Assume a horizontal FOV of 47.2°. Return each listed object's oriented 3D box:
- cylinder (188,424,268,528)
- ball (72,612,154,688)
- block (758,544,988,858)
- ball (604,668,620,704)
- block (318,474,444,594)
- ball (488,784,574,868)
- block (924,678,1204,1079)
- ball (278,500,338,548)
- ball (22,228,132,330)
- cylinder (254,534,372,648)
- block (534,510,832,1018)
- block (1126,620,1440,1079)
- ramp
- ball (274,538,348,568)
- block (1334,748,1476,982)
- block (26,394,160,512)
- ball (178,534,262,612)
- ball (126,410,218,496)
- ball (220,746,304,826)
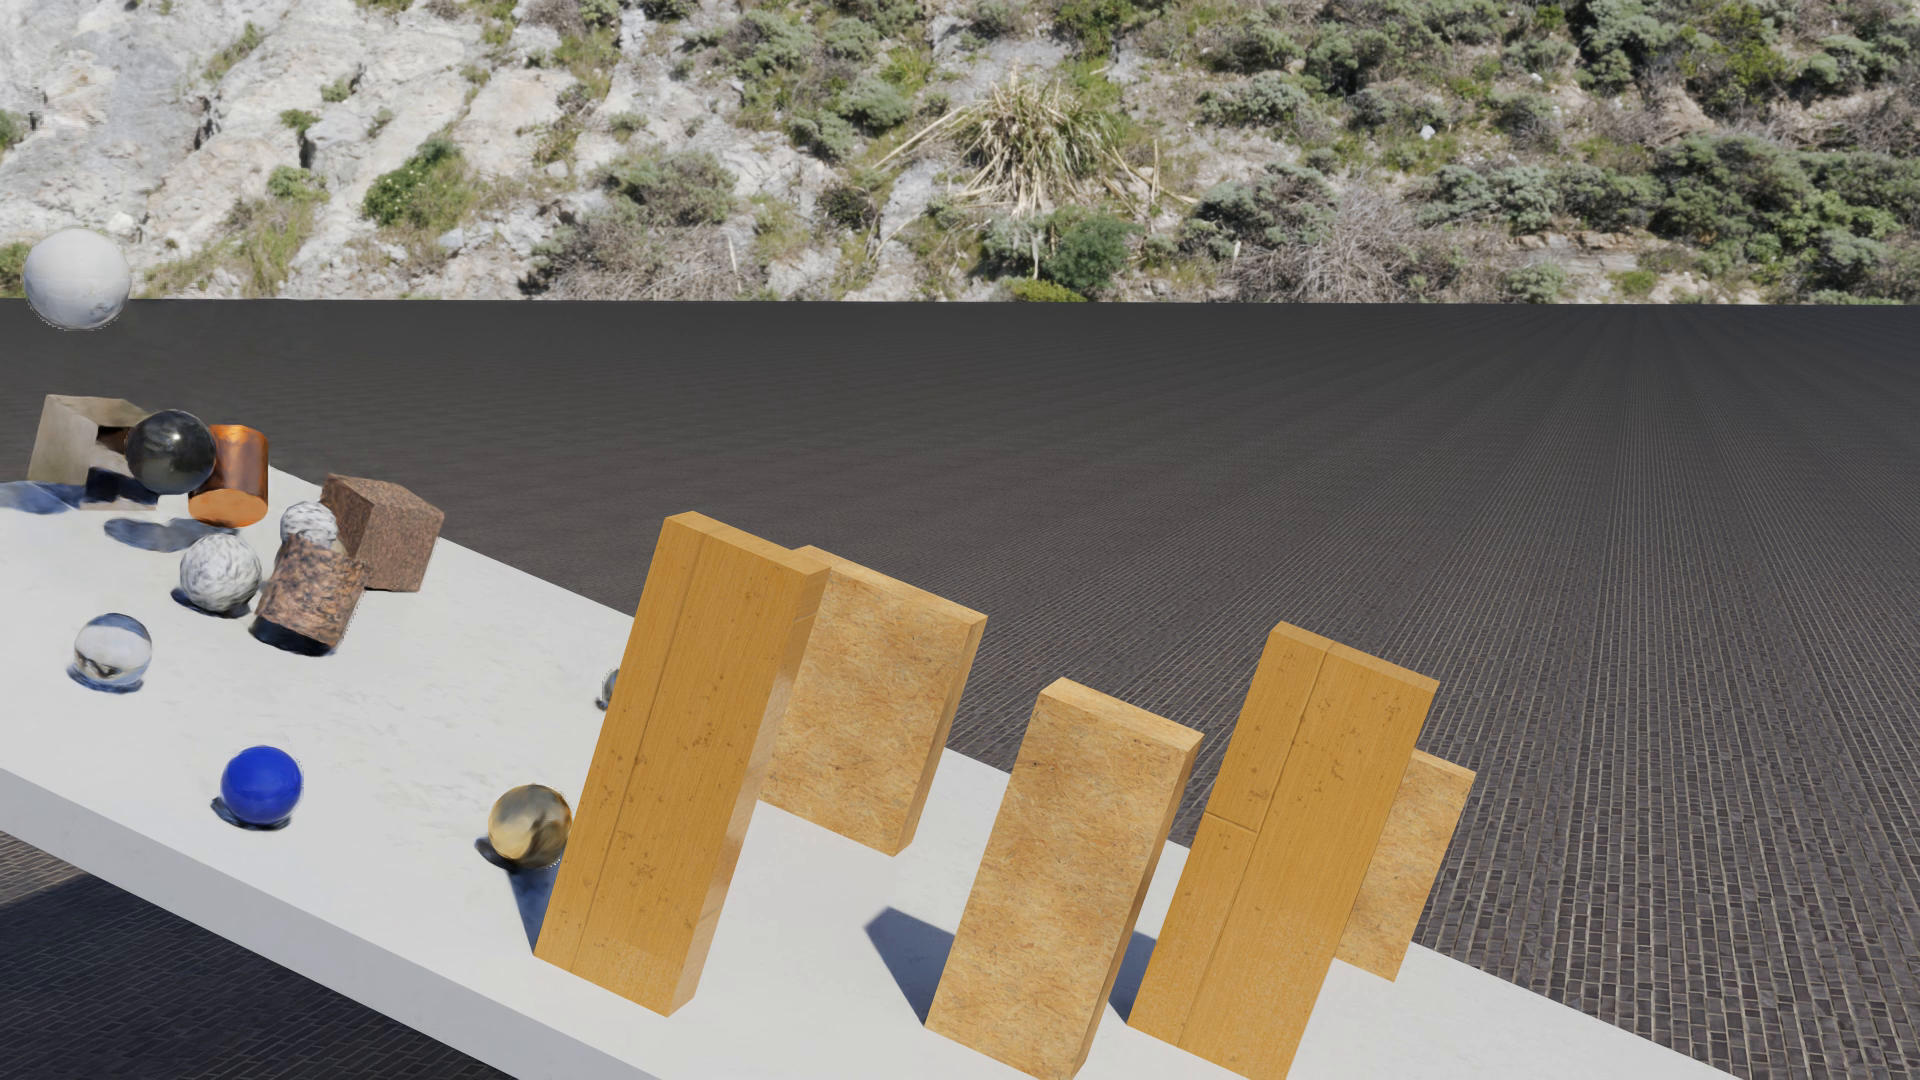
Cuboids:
[{"bbox_3d":[-1.592,-0.139,4.787,0.165,0.165,0.165,-6,-29,-4],"label":"cylinder"},{"bbox_3d":[-1.512,0.197,3.928,0.134,0.134,0.134,0,7,0],"label":"ball"},{"bbox_3d":[-0.219,0.320,4.417,0.401,0.501,0.119,21,12,14],"label":"block"},{"bbox_3d":[-0.702,0.320,4.656,0.105,0.105,0.105,0,7,0],"label":"ball"},{"bbox_3d":[-1.328,-0.015,4.978,0.194,0.194,0.194,28,11,38],"label":"block"},{"bbox_3d":[-0.733,0.489,3.756,0.144,0.144,0.144,0,7,0],"label":"ball"},{"bbox_3d":[0.171,0.565,3.635,0.256,0.610,0.144,21,12,14],"label":"block"},{"bbox_3d":[-1.361,-0.023,4.594,0.118,0.118,0.118,0,7,0],"label":"ball"},{"bbox_3d":[-1.752,-0.519,4.368,0.201,0.201,0.201,0,7,0],"label":"ball"},{"bbox_3d":[-1.305,0.102,4.443,0.176,0.176,0.176,23,-8,3],"label":"cylinder"},{"bbox_3d":[-0.433,0.347,3.401,0.242,0.740,0.101,21,12,14],"label":"block"},{"bbox_3d":[0.566,0.557,3.877,0.294,0.768,0.114,21,12,14],"label":"block"},{"bbox_3d":[-0.347,0.646,4.219,4.000,0.100,2.000,21,12,14],"label":"ramp"},{"bbox_3d":[-1.388,0.053,4.713,0.154,0.154,0.154,0,7,0],"label":"ball"},{"bbox_3d":[0.869,0.657,4.619,0.269,0.464,0.087,21,12,14],"label":"block"},{"bbox_3d":[-1.920,-0.193,4.917,0.199,0.199,0.199,25,14,30],"label":"block"},{"bbox_3d":[-1.502,0.067,4.467,0.160,0.160,0.160,0,7,0],"label":"ball"},{"bbox_3d":[-1.658,-0.184,4.625,0.181,0.181,0.181,0,7,0],"label":"ball"},{"bbox_3d":[-1.139,0.400,3.586,0.130,0.130,0.130,0,7,0],"label":"ball"}]
